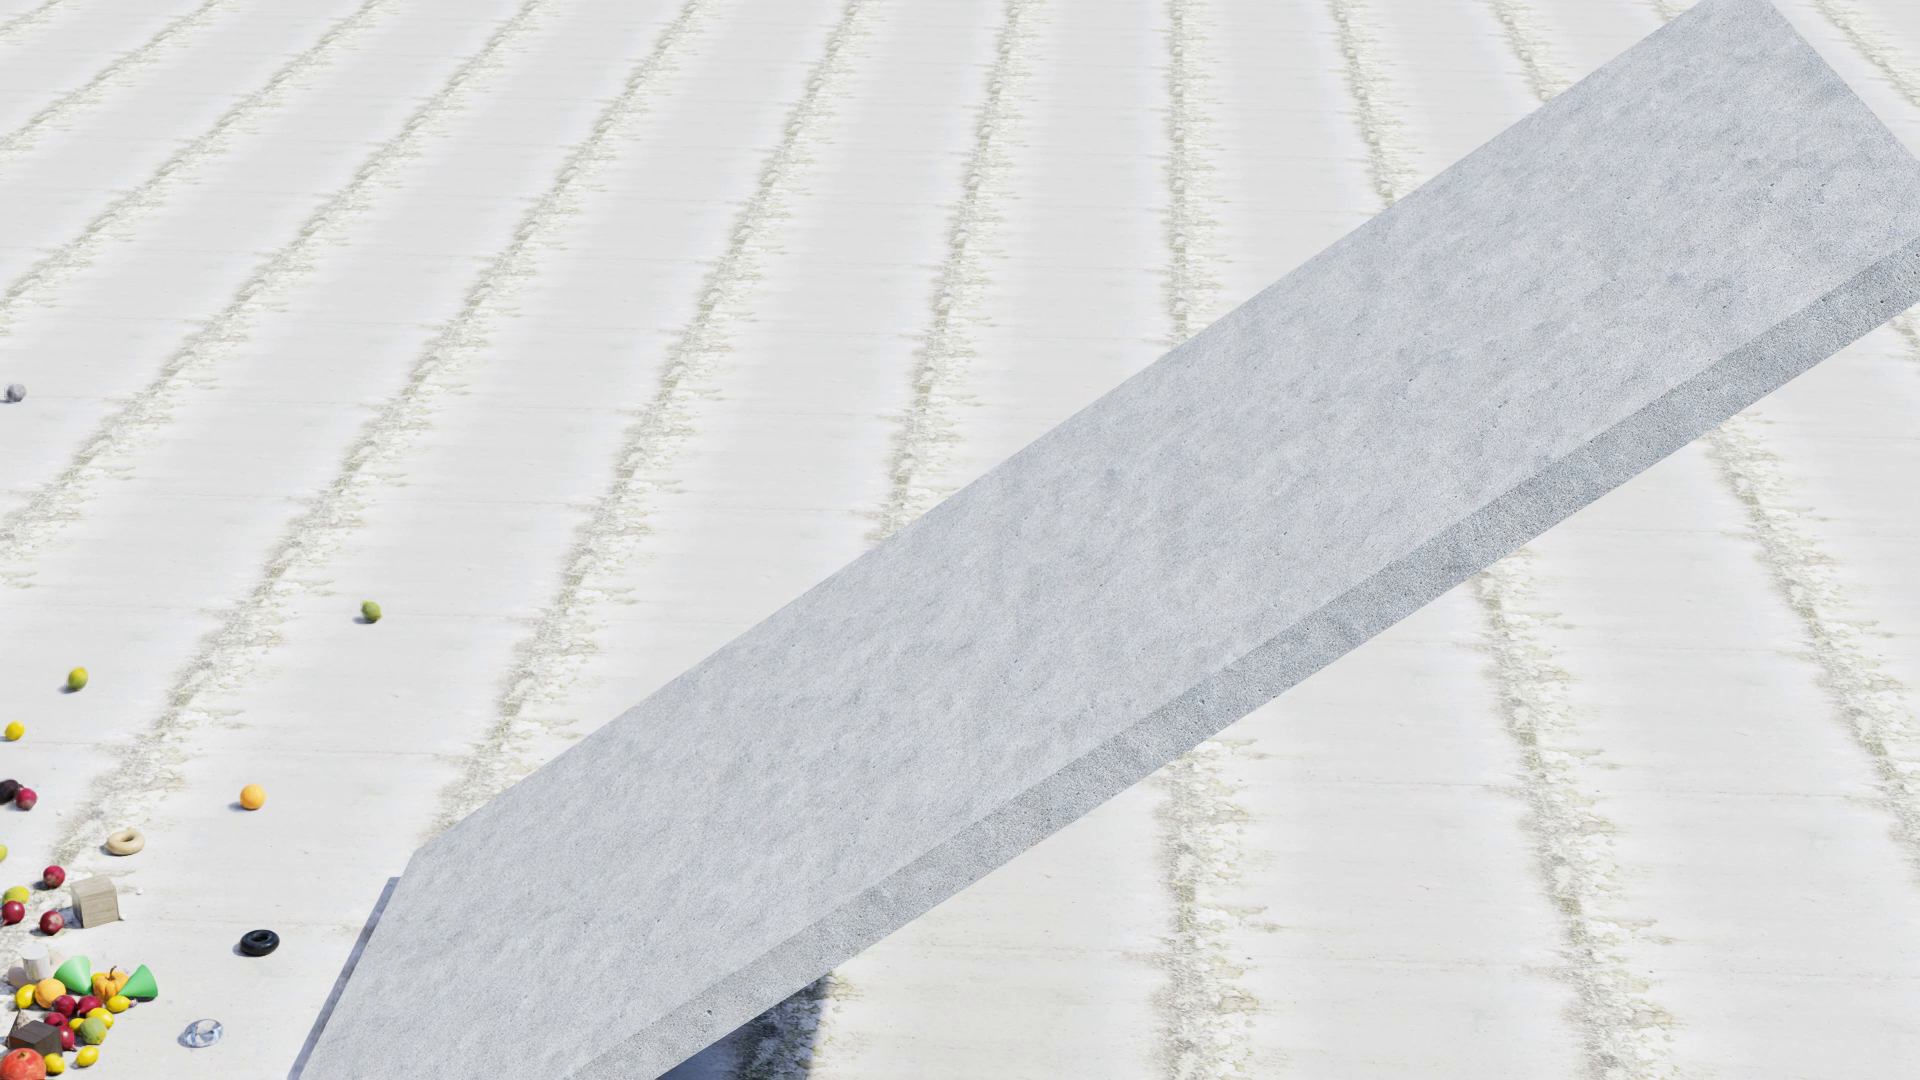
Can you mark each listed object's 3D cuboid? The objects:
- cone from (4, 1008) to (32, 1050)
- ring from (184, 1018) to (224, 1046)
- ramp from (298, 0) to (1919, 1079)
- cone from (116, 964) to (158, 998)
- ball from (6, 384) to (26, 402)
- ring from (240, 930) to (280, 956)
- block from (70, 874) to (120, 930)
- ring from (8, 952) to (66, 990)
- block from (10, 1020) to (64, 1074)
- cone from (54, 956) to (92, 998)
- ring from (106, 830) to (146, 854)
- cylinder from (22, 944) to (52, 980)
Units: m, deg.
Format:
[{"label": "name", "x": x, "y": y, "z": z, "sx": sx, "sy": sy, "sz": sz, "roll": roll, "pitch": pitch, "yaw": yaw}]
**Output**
[{"label": "cone", "x": -2.239, "y": 1.157, "z": 7.024, "sx": 0.092, "sy": 0.092, "sz": 0.092, "roll": 0, "pitch": 22, "yaw": 0}, {"label": "ring", "x": -1.812, "y": 1.180, "z": 7.047, "sx": 0.095, "sy": 0.032, "sz": 0.095, "roll": -1, "pitch": 23, "yaw": 0}, {"label": "ramp", "x": 0.133, "y": 0.176, "z": 6.313, "sx": 4.000, "sy": 0.100, "sz": 2.000, "roll": -33, "pitch": 16, "yaw": 16}, {"label": "cone", "x": -2.023, "y": 1.096, "z": 7.191, "sx": 0.088, "sy": 0.088, "sz": 0.088, "roll": -24, "pitch": 32, "yaw": -35}, {"label": "ball", "x": -3.638, "y": -0.569, "z": 11.339, "sx": 0.071, "sy": 0.071, "sz": 0.071, "roll": 0, "pitch": 22, "yaw": 0}, {"label": "ring", "x": -1.773, "y": 1.018, "z": 7.446, "sx": 0.101, "sy": 0.034, "sz": 0.101, "roll": 1, "pitch": 21, "yaw": 0}, {"label": "block", "x": -2.230, "y": 0.931, "z": 7.581, "sx": 0.093, "sy": 0.093, "sz": 0.093, "roll": -13, "pitch": 25, "yaw": -30}, {"label": "ring", "x": -2.287, "y": 1.070, "z": 7.298, "sx": 0.146, "sy": 0.049, "sz": 0.146, "roll": -1, "pitch": 22, "yaw": 0}, {"label": "block", "x": -2.181, "y": 1.195, "z": 6.942, "sx": 0.081, "sy": 0.081, "sz": 0.081, "roll": 12, "pitch": 25, "yaw": 27}, {"label": "cone", "x": -2.163, "y": 1.093, "z": 7.245, "sx": 0.099, "sy": 0.099, "sz": 0.099, "roll": -23, "pitch": 58, "yaw": -44}, {"label": "ring", "x": -2.254, "y": 0.817, "z": 7.944, "sx": 0.104, "sy": 0.035, "sz": 0.104, "roll": 1, "pitch": 22, "yaw": -1}, {"label": "cylinder", "x": -2.271, "y": 1.038, "z": 7.233, "sx": 0.063, "sy": 0.063, "sz": 0.063, "roll": 1, "pitch": 29, "yaw": -1}]
